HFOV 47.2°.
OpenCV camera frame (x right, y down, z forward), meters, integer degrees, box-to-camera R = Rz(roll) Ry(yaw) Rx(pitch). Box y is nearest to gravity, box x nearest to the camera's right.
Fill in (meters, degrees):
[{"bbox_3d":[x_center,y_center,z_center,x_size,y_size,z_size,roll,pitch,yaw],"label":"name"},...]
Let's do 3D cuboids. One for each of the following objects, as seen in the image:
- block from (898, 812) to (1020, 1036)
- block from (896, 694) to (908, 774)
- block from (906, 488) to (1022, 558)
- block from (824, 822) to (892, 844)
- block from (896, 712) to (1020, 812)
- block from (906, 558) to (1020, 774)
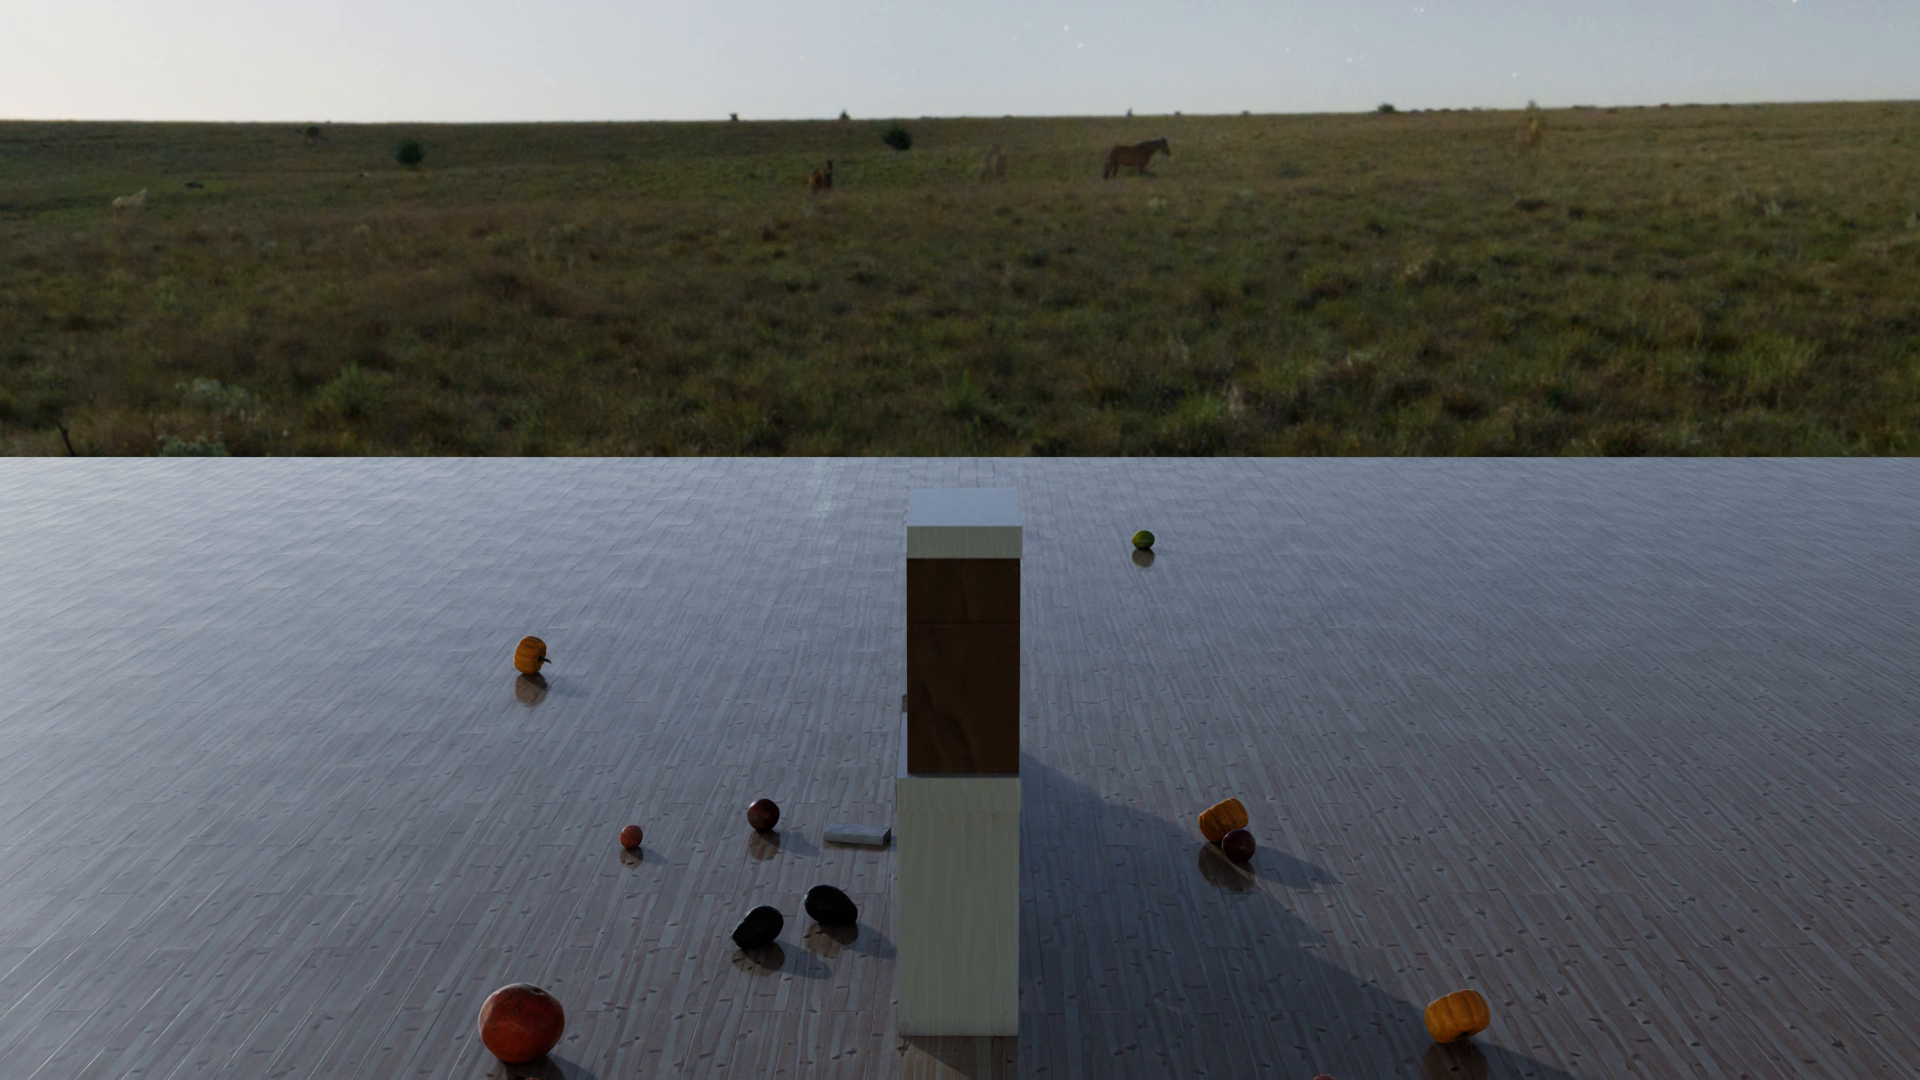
[{"bbox_3d":[-0.003,0.527,3.085,0.169,0.337,0.048,0,10,0],"label":"block"},{"bbox_3d":[-0.013,0.332,3.458,0.164,0.047,0.328,0,20,0],"label":"block"},{"bbox_3d":[0.006,-0.026,3.069,0.153,0.043,0.307,0,11,0],"label":"block"},{"bbox_3d":[-0.185,0.529,3.957,0.111,0.016,0.055,3,11,14],"label":"block"},{"bbox_3d":[-0.002,0.316,3.162,0.169,0.048,0.338,0,11,0],"label":"block"},{"bbox_3d":[0.004,0.165,3.006,0.153,0.307,0.043,0,11,0],"label":"block"}]
